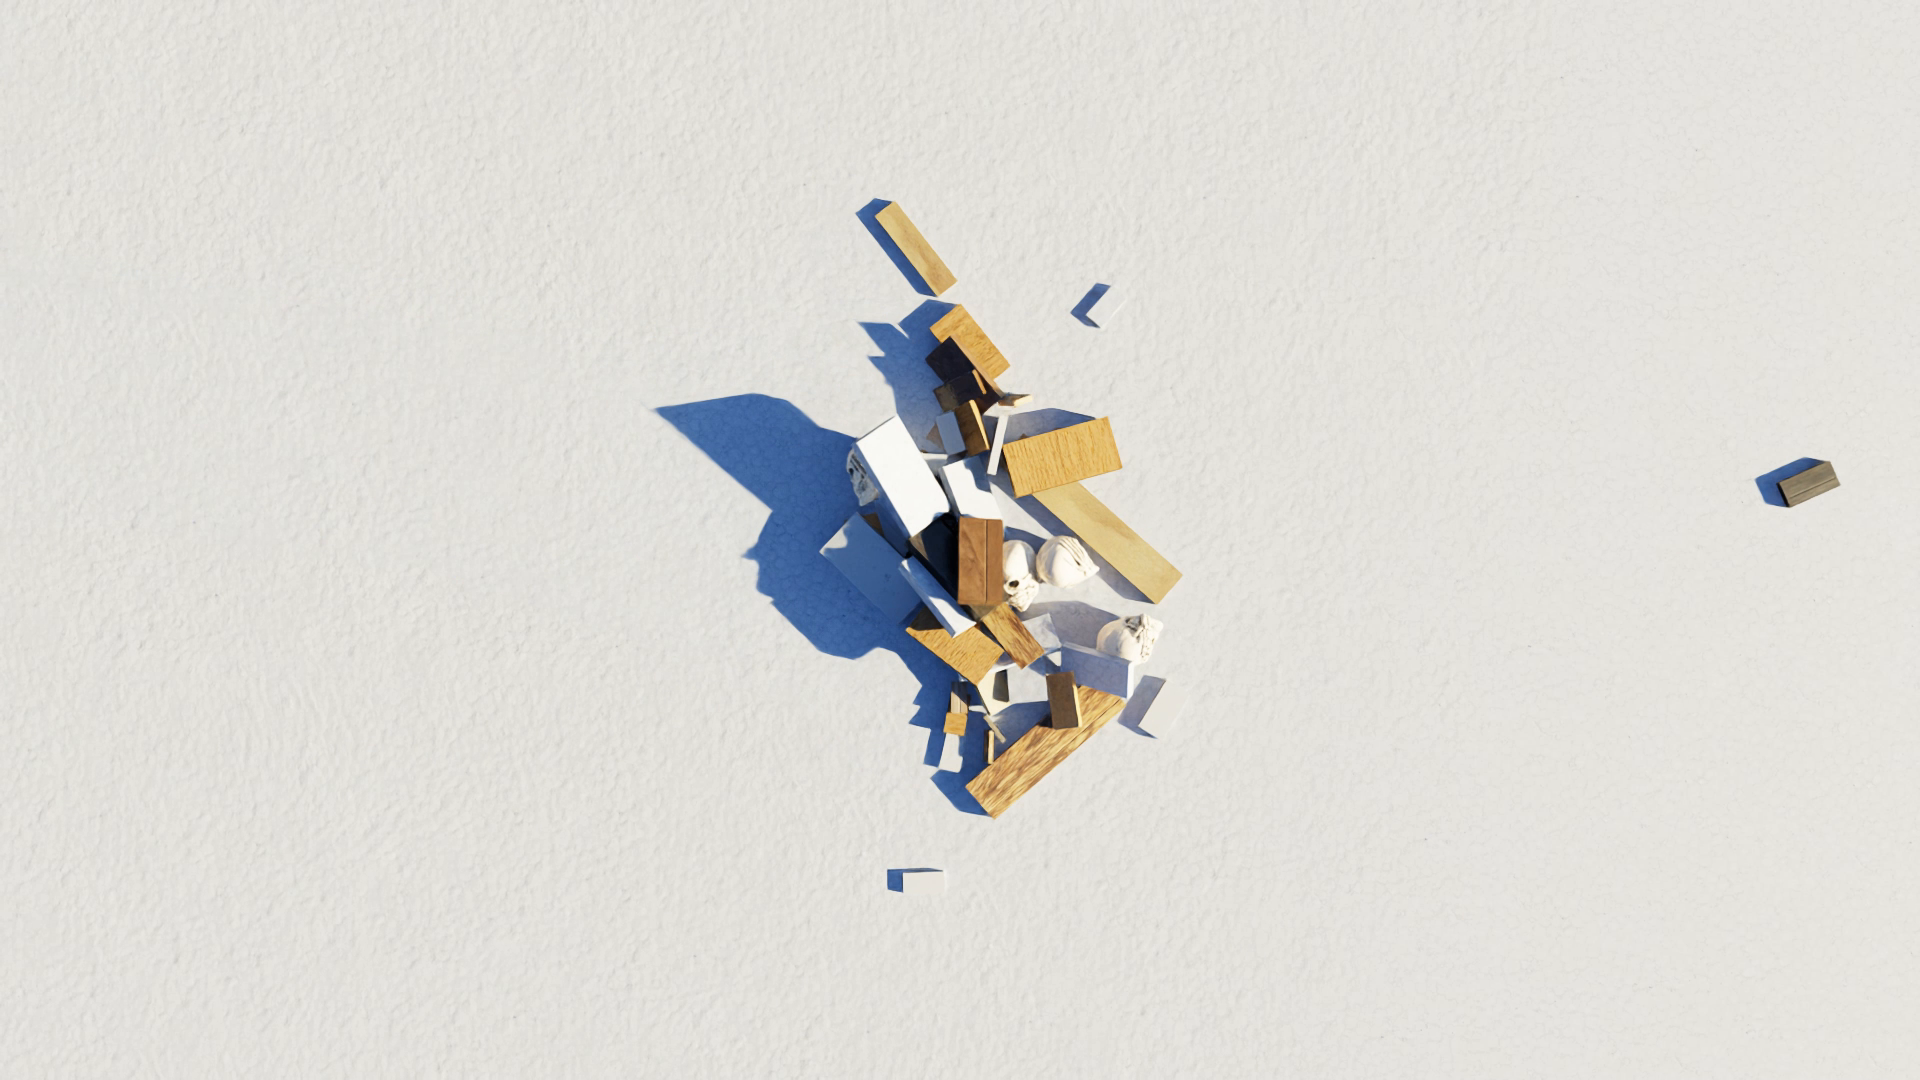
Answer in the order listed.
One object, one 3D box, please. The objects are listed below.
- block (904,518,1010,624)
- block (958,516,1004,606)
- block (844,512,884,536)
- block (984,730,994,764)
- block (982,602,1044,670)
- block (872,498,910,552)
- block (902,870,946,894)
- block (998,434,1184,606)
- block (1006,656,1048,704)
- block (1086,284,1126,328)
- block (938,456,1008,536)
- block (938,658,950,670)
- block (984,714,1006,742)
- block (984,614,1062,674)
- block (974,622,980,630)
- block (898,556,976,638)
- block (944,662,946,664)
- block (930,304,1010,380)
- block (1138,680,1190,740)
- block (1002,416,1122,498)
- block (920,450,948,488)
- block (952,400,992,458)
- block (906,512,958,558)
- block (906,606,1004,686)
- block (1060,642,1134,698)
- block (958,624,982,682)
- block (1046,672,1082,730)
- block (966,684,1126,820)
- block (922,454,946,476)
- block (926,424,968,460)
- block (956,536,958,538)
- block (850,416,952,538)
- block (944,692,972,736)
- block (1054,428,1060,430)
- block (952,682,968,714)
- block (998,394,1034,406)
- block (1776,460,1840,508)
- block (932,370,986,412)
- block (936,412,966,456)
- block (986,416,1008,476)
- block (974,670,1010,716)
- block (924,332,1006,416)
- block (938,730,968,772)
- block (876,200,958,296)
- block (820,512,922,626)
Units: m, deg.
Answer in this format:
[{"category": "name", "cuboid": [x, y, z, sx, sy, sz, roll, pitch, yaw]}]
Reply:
[{"category": "block", "cuboid": [-0.010, 0.099, 5.367, 0.354, 0.040, 0.143, 47, 55, 10]}, {"category": "block", "cuboid": [0.065, 0.068, 5.328, 0.143, 0.040, 0.285, 3, 68, -6]}, {"category": "block", "cuboid": [-0.296, 0.039, 5.483, 0.123, 0.035, 0.246, -14, 90, 0]}, {"category": "block", "cuboid": [0.094, 0.684, 5.473, 0.015, 0.053, 0.105, 2, 90, -19]}, {"category": "block", "cuboid": [0.135, 0.266, 5.401, 0.097, 0.027, 0.335, -37, 78, -8]}, {"category": "block", "cuboid": [-0.210, -0.054, 5.442, 0.097, 0.027, 0.194, -15, 98, 24]}, {"category": "block", "cuboid": [-0.120, 1.139, 5.490, 0.138, 0.020, 0.069, -3, 90, 0]}, {"category": "block", "cuboid": [0.432, -0.069, 5.481, 0.708, 0.038, 0.133, 42, 90, 0]}, {"category": "block", "cuboid": [0.217, 0.412, 5.460, 0.125, 0.035, 0.250, -4, 80, 0]}, {"category": "block", "cuboid": [0.488, -0.777, 5.491, 0.067, 0.019, 0.133, 42, 90, 0]}, {"category": "block", "cuboid": [0.044, -0.124, 5.446, 0.143, 0.040, 0.285, -21, 90, -30]}, {"category": "block", "cuboid": [-0.051, 0.381, 5.493, 0.046, 0.013, 0.092, -8, 90, 0]}, {"category": "block", "cuboid": [0.114, 0.624, 5.474, 0.015, 0.053, 0.105, -37, 90, 0]}, {"category": "block", "cuboid": [0.194, 0.341, 5.424, 0.250, 0.035, 0.125, -18, 67, -3]}, {"category": "block", "cuboid": [0.022, 0.226, 5.445, 0.099, 0.028, 0.199, 7, 66, -2]}, {"category": "block", "cuboid": [-0.054, 0.164, 5.362, 0.147, 0.042, 0.293, -30, 75, -34]}, {"category": "block", "cuboid": [-0.029, 0.369, 5.480, 0.046, 0.013, 0.092, 5, 85, -26]}, {"category": "block", "cuboid": [0.034, -0.640, 5.481, 0.133, 0.038, 0.266, -39, 90, 0]}, {"category": "block", "cuboid": [0.679, 0.564, 5.487, 0.091, 0.026, 0.183, 32, 90, 0]}, {"category": "block", "cuboid": [0.335, -0.273, 5.440, 0.365, 0.050, 0.177, -16, 86, -6]}, {"category": "block", "cuboid": [-0.142, -0.167, 5.483, 0.123, 0.035, 0.246, 33, 90, 0]}, {"category": "block", "cuboid": [0.040, -0.368, 5.445, 0.085, 0.024, 0.169, -24, 85, 42]}, {"category": "block", "cuboid": [-0.096, 0.021, 5.469, 0.123, 0.035, 0.246, 25, 90, 12]}, {"category": "block", "cuboid": [-0.017, 0.329, 5.365, 0.293, 0.042, 0.147, 38, 80, 4]}, {"category": "block", "cuboid": [0.447, 0.425, 5.397, 0.250, 0.035, 0.125, 15, 120, 30]}, {"category": "block", "cuboid": [0.032, 0.362, 5.468, 0.099, 0.028, 0.199, -9, 90, -22]}, {"category": "block", "cuboid": [0.342, 0.529, 5.430, 0.091, 0.026, 0.183, -11, 85, 25]}, {"category": "block", "cuboid": [0.285, 0.682, 5.479, 0.581, 0.042, 0.147, -41, 90, 0]}, {"category": "block", "cuboid": [-0.117, -0.250, 5.455, 0.142, 0.020, 0.071, 4, 89, -1]}, {"category": "block", "cuboid": [-0.035, -0.329, 5.490, 0.142, 0.020, 0.071, 34, 90, 0]}, {"category": "block", "cuboid": [0.021, -0.008, 5.472, 0.061, 0.017, 0.122, -20, 77, 11]}, {"category": "block", "cuboid": [-0.190, -0.206, 5.361, 0.177, 0.050, 0.354, -36, 103, -26]}, {"category": "block", "cuboid": [-0.009, 0.577, 5.479, 0.069, 0.020, 0.138, 11, 81, 0]}, {"category": "block", "cuboid": [0.376, -0.320, 5.490, 0.142, 0.020, 0.071, 16, 90, 0]}, {"category": "block", "cuboid": [-0.003, 0.521, 5.471, 0.053, 0.015, 0.105, 0, 81, -2]}, {"category": "block", "cuboid": [0.182, -0.460, 5.426, 0.067, 0.133, 0.019, -22, 105, -18]}, {"category": "block", "cuboid": [2.822, -0.186, 5.487, 0.183, 0.026, 0.091, -24, 90, 0]}, {"category": "block", "cuboid": [-0.002, -0.490, 5.439, 0.169, 0.024, 0.085, -22, 99, 32]}, {"category": "block", "cuboid": [-0.030, -0.353, 5.461, 0.067, 0.019, 0.133, -18, 90, 16]}, {"category": "block", "cuboid": [0.120, -0.312, 5.451, 0.027, 0.097, 0.193, 12, 90, -4]}, {"category": "block", "cuboid": [0.097, 0.470, 5.457, 0.099, 0.028, 0.199, -28, 97, -21]}, {"category": "block", "cuboid": [0.016, -0.538, 5.448, 0.133, 0.038, 0.265, -39, 90, 34]}, {"category": "block", "cuboid": [-0.021, 0.699, 5.490, 0.069, 0.020, 0.138, 13, 90, 0]}, {"category": "block", "cuboid": [-0.145, -0.968, 5.488, 0.085, 0.024, 0.340, -38, 90, 0]}, {"category": "block", "cuboid": [-0.272, 0.095, 5.432, 0.354, 0.050, 0.177, 43, 95, 4]}]
